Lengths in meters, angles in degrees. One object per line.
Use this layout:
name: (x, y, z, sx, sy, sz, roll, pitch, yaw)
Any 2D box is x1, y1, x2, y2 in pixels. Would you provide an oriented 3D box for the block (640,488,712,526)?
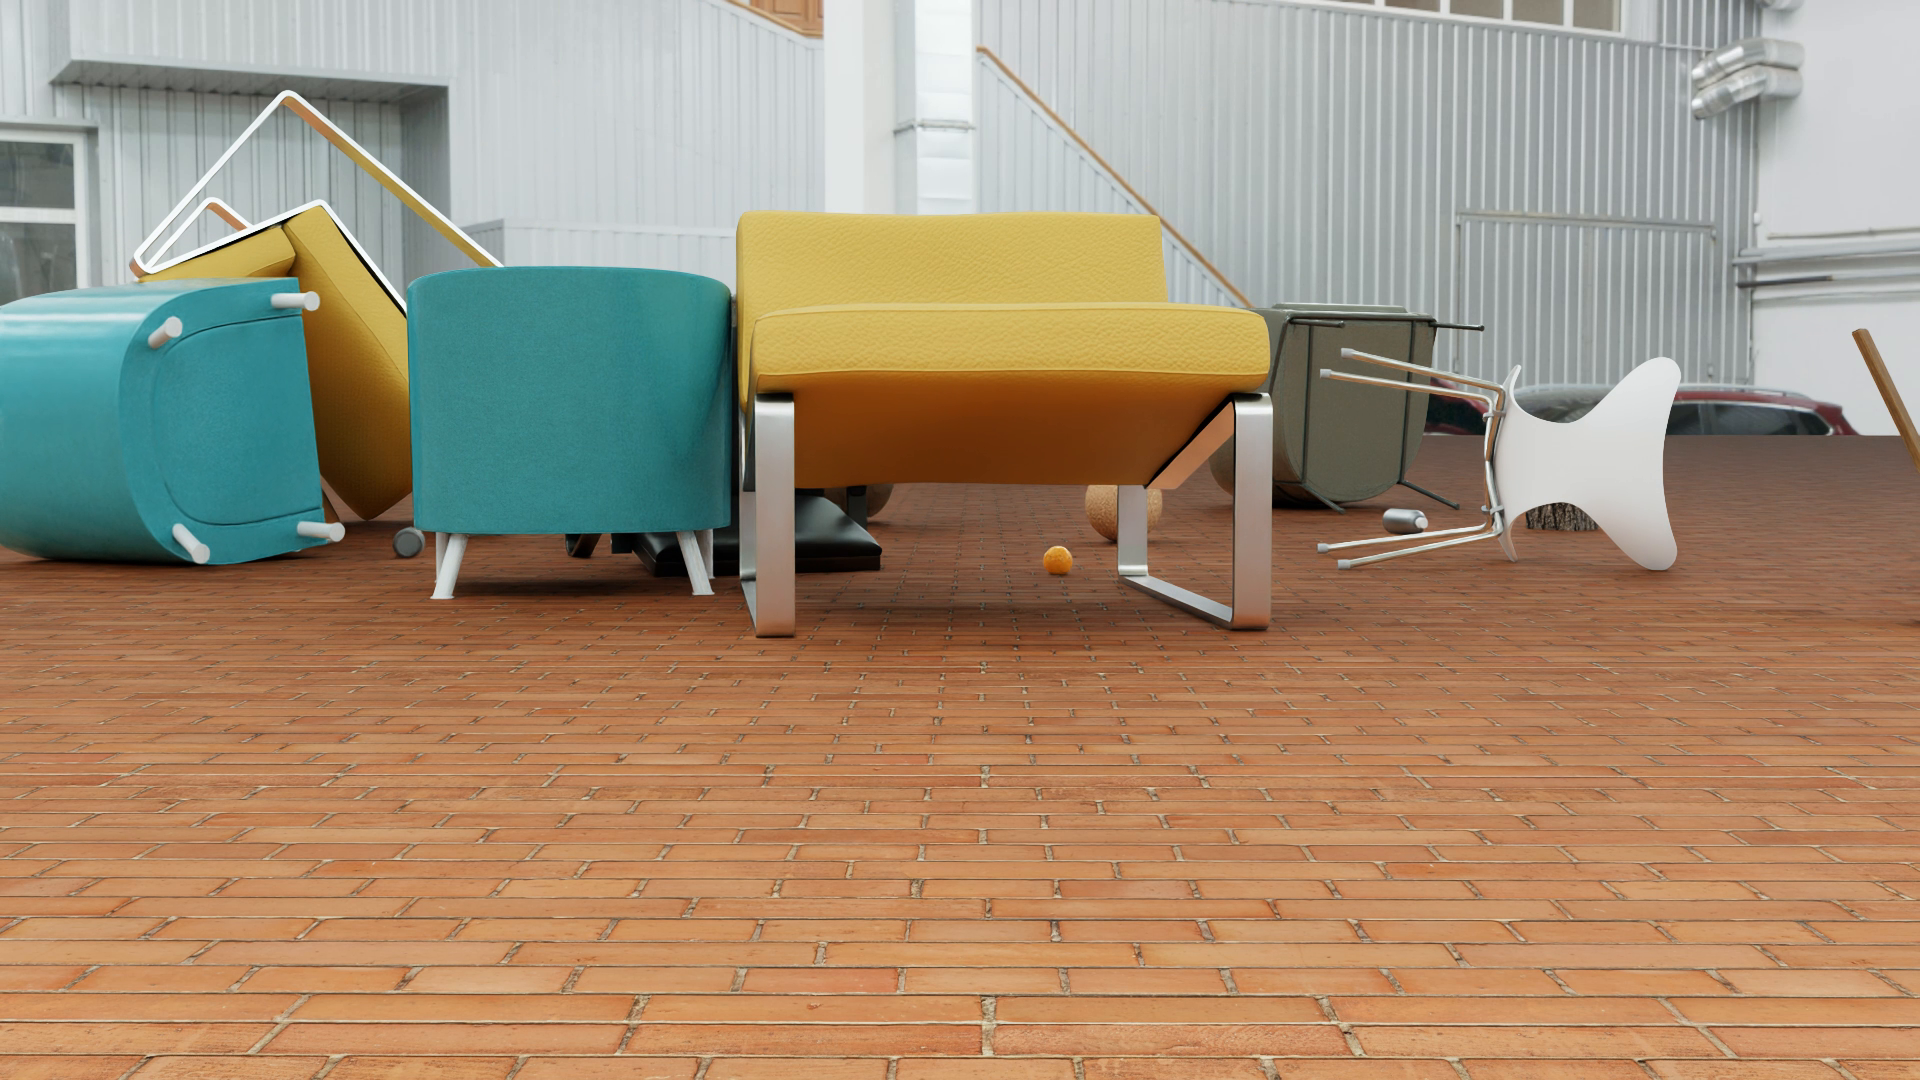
block: (-0.948, -0.113, 7.328, 0.211, 0.118, 0.121, 3, 5, 35)

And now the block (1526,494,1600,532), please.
block: (1.936, -0.091, 7.065, 0.174, 0.110, 0.163, 4, 5, 42)

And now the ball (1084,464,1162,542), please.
ball: (0.479, -0.107, 6.439, 0.228, 0.228, 0.228, 0, 4, 0)
